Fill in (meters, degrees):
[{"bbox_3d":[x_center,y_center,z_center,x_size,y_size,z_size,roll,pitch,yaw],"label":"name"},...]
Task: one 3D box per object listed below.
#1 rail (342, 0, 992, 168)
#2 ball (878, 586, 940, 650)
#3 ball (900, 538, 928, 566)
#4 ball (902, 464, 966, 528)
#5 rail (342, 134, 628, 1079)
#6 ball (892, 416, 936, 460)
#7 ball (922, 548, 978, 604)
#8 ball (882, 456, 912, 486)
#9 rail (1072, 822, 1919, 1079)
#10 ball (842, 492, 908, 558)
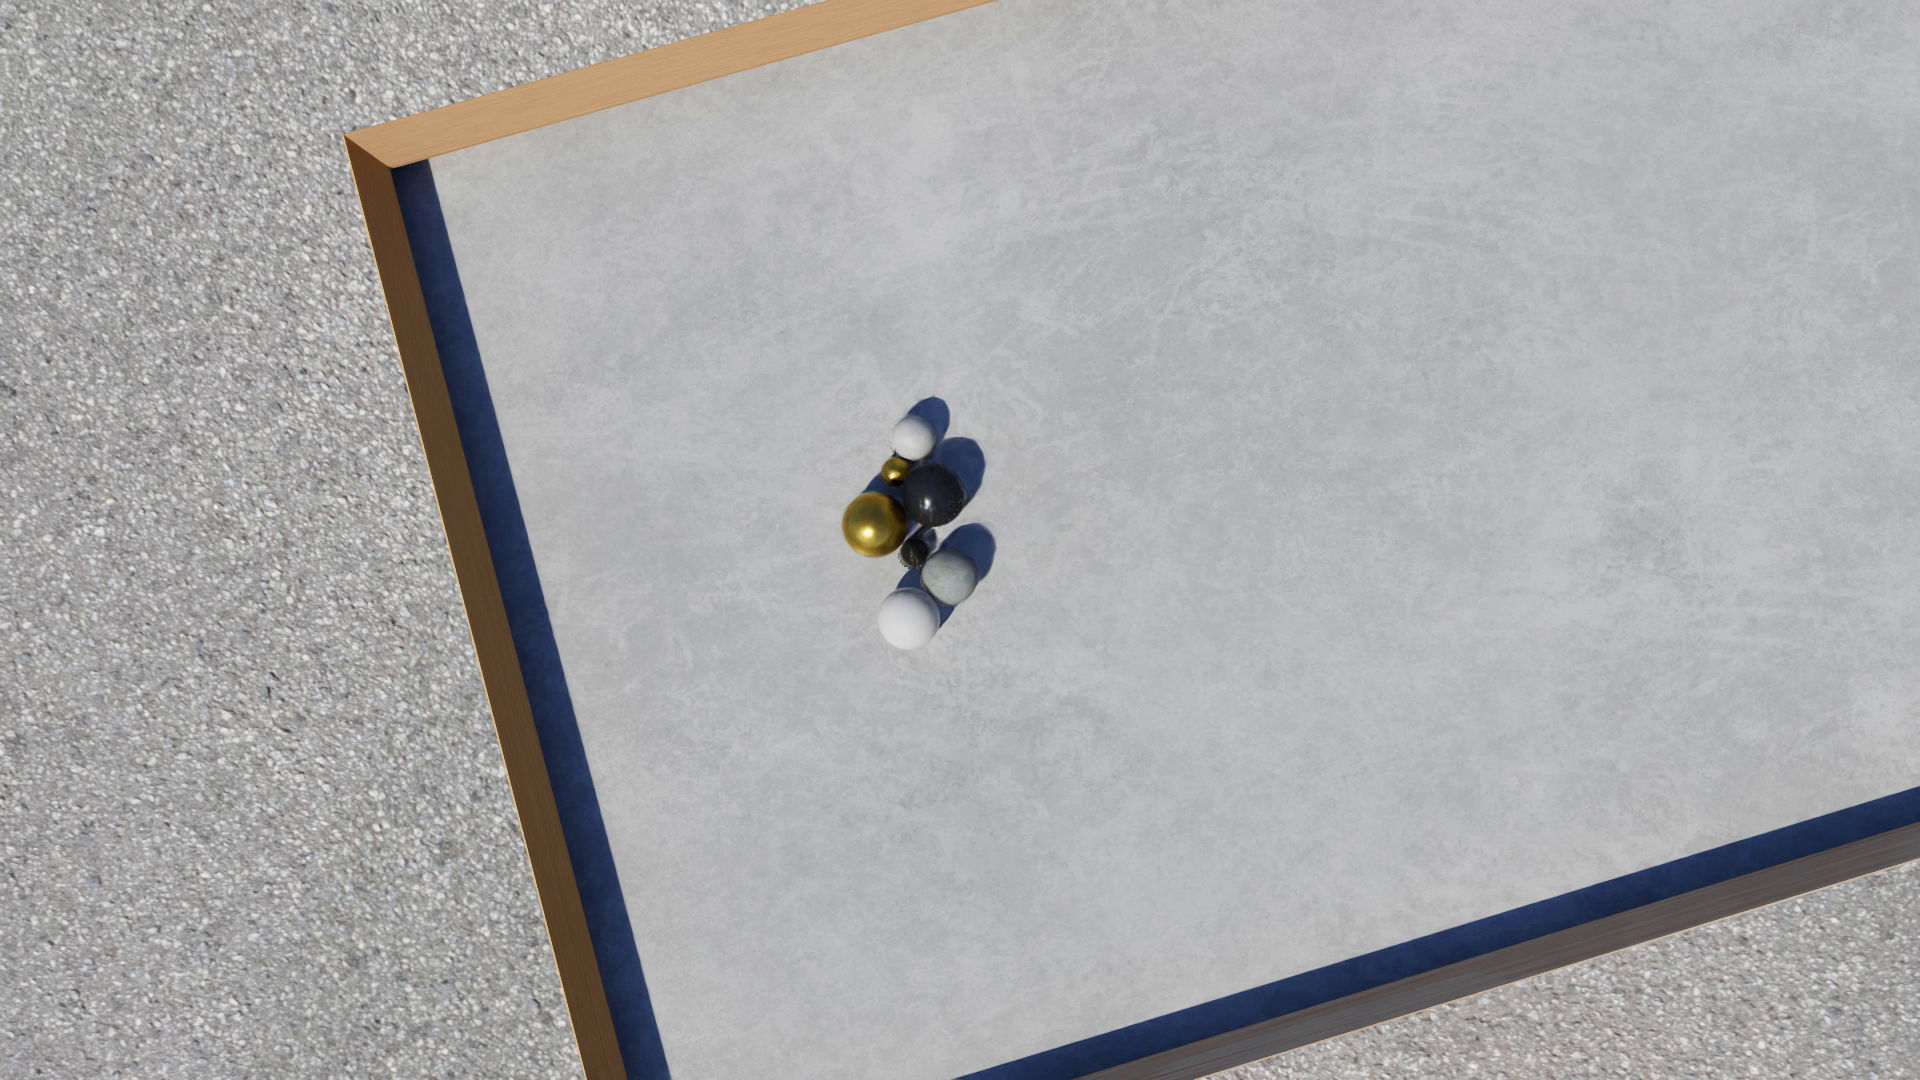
[{"bbox_3d":[0.459,-0.977,3.434,2.880,0.129,0.045,-16,80,-3],"label":"rail"},{"bbox_3d":[-0.076,0.116,3.254,0.093,0.093,0.093,0,80,0],"label":"ball"},{"bbox_3d":[-0.069,0.018,3.298,0.043,0.043,0.043,0,80,0],"label":"ball"},{"bbox_3d":[-0.039,-0.067,3.286,0.096,0.096,0.096,0,80,0],"label":"ball"},{"bbox_3d":[-0.668,0.189,3.222,0.045,0.129,1.683,-16,80,-3],"label":"rail"},{"bbox_3d":[-0.070,-0.154,3.316,0.068,0.068,0.068,0,80,0],"label":"ball"},{"bbox_3d":[-0.015,0.054,3.270,0.084,0.084,0.084,0,80,0],"label":"ball"},{"bbox_3d":[-0.096,-0.103,3.319,0.045,0.045,0.045,0,80,0],"label":"ball"},{"bbox_3d":[0.922,0.566,3.153,2.880,0.129,0.045,-16,80,-3],"label":"rail"},{"bbox_3d":[-0.126,-0.023,3.276,0.099,0.099,0.099,0,80,0],"label":"ball"}]
